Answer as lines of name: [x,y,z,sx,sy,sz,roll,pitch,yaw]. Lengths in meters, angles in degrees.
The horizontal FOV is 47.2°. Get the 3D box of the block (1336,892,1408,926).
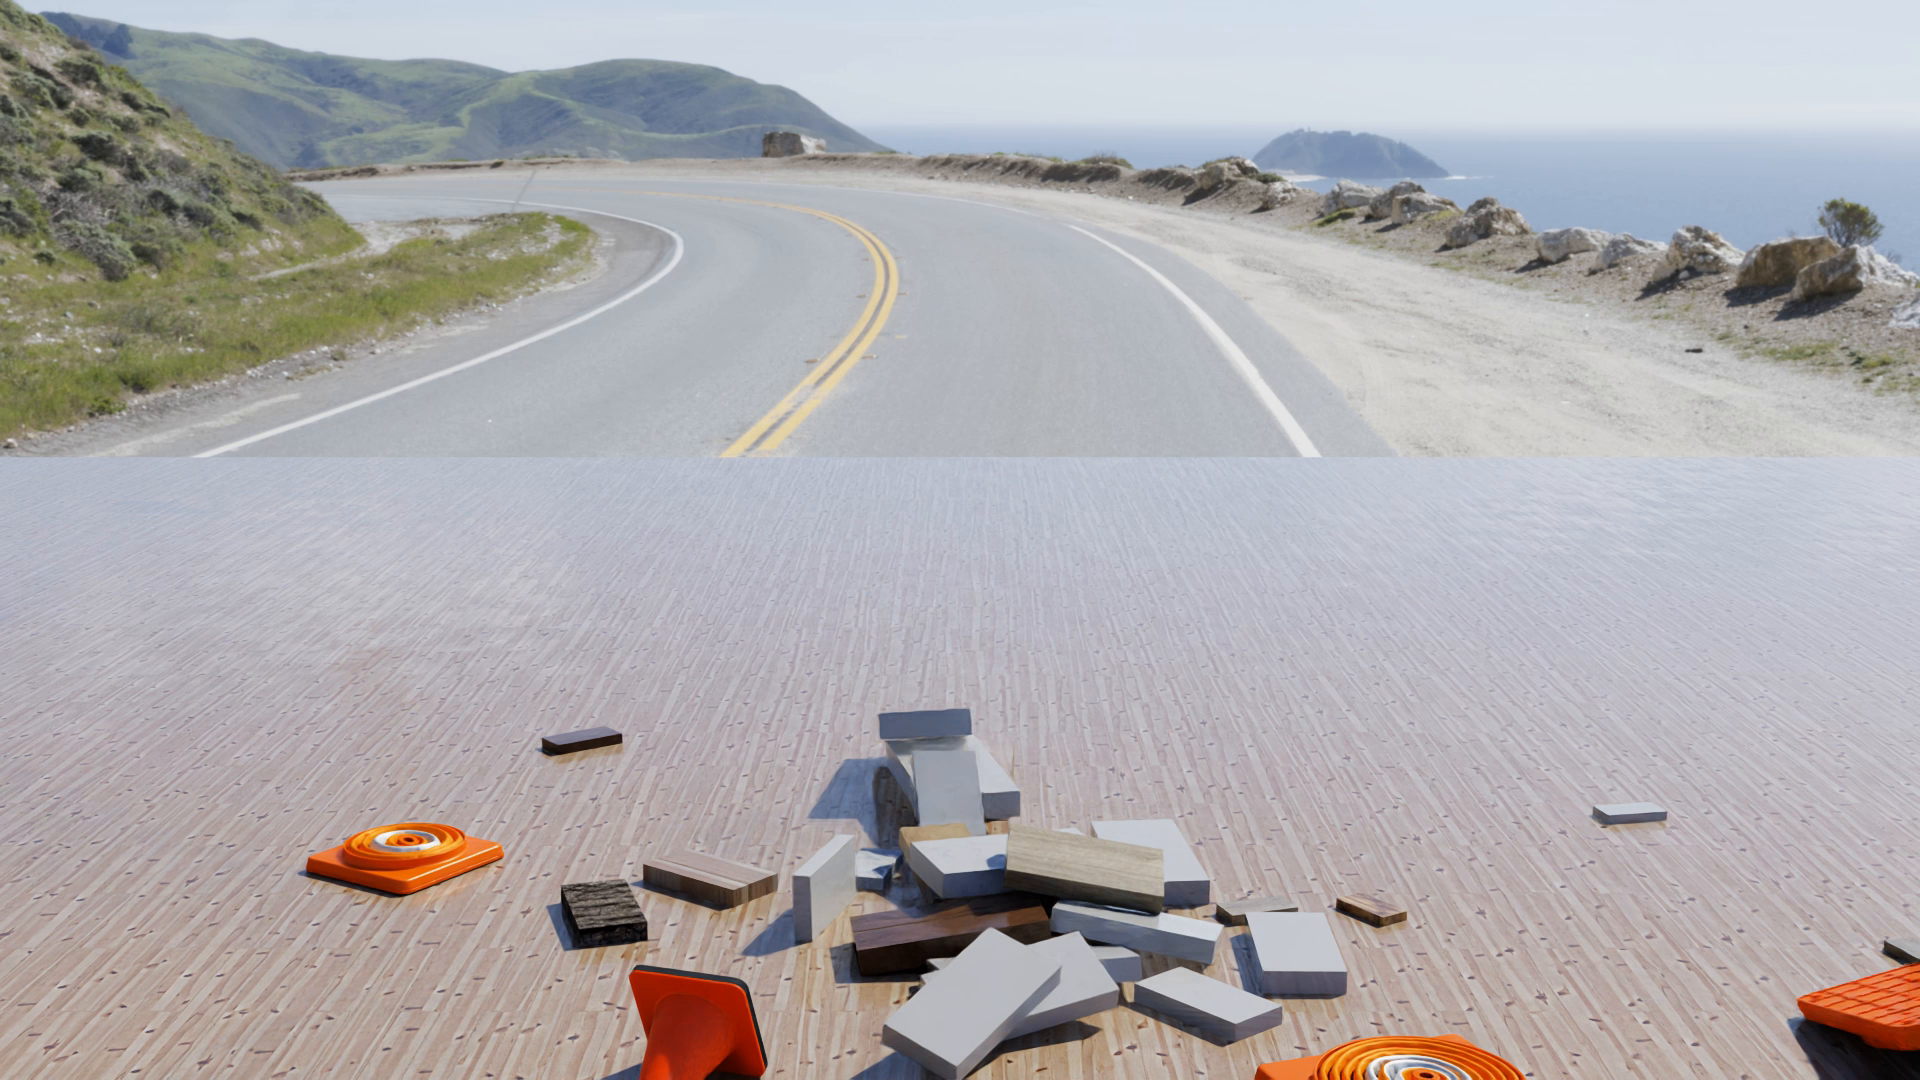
block: [0.669,0.600,3.574,0.054,0.015,0.107,-7,13,-33]

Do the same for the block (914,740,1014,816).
block: [0.013,0.458,4.246,0.174,0.049,0.347,1,11,3]

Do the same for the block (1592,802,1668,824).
block: [1.242,0.506,4.076,0.118,0.017,0.059,-2,11,-11]

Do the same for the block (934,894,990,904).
block: [0.020,0.554,3.579,0.099,0.028,0.198,9,22,4]

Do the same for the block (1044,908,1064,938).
block: [0.154,0.602,3.526,0.099,0.028,0.198,4,11,22]

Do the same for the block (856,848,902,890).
block: [-0.150,0.562,3.761,0.074,0.021,0.148,2,11,11]

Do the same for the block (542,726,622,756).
block: [-0.782,0.415,4.555,0.148,0.021,0.074,-8,13,-37]

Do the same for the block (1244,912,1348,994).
block: [0.511,0.629,3.362,0.124,0.035,0.248,0,11,1]

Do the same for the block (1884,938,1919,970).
block: [1.474,0.637,3.372,0.054,0.015,0.107,-3,11,-14]

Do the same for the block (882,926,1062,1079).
block: [0.018,0.640,3.037,0.124,0.035,0.248,24,38,28]

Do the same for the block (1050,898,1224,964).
block: [0.273,0.598,3.391,0.252,0.036,0.126,10,3,12]

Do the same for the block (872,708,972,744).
block: [-0.078,0.365,4.313,0.174,0.049,0.347,-3,-6,-5]

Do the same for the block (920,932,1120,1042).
block: [0.084,0.639,3.114,0.252,0.036,0.126,-11,36,-23]

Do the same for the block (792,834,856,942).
block: [-0.217,0.559,3.546,0.030,0.106,0.212,2,11,16]

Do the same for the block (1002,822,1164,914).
block: [0.196,0.518,3.470,0.248,0.035,0.124,10,28,-1]

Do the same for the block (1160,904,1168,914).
block: [0.286,0.580,3.556,0.054,0.015,0.107,-13,37,-23]

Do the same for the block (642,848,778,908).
block: [-0.421,0.568,3.706,0.212,0.030,0.106,8,13,37]

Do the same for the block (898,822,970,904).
block: [-0.019,0.547,3.673,0.113,0.032,0.227,-3,24,-16]

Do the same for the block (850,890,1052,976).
block: [-0.016,0.603,3.389,0.294,0.042,0.147,-8,11,-6]

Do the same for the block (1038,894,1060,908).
block: [0.164,0.551,3.636,0.113,0.032,0.227,-2,11,-11]

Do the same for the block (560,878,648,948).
block: [-0.574,0.599,3.540,0.106,0.030,0.212,-3,11,-18]

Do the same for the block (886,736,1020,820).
block: [-0.017,0.440,4.071,0.174,0.049,0.347,-3,12,-13]

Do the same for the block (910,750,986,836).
block: [-0.019,0.470,3.852,0.113,0.032,0.227,0,48,-9]

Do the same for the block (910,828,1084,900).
block: [0.083,0.521,3.552,0.294,0.042,0.147,-2,13,-22]

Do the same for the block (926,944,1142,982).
block: [0.108,0.635,3.250,0.296,0.036,0.126,-2,-2,-11]

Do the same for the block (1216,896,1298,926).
block: [0.482,0.601,3.566,0.118,0.017,0.059,-4,11,-19]

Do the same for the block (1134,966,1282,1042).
block: [0.356,0.668,3.171,0.099,0.028,0.198,-9,14,-40]

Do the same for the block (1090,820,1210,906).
block: [0.322,0.550,3.768,0.147,0.042,0.327,-1,11,-5]
